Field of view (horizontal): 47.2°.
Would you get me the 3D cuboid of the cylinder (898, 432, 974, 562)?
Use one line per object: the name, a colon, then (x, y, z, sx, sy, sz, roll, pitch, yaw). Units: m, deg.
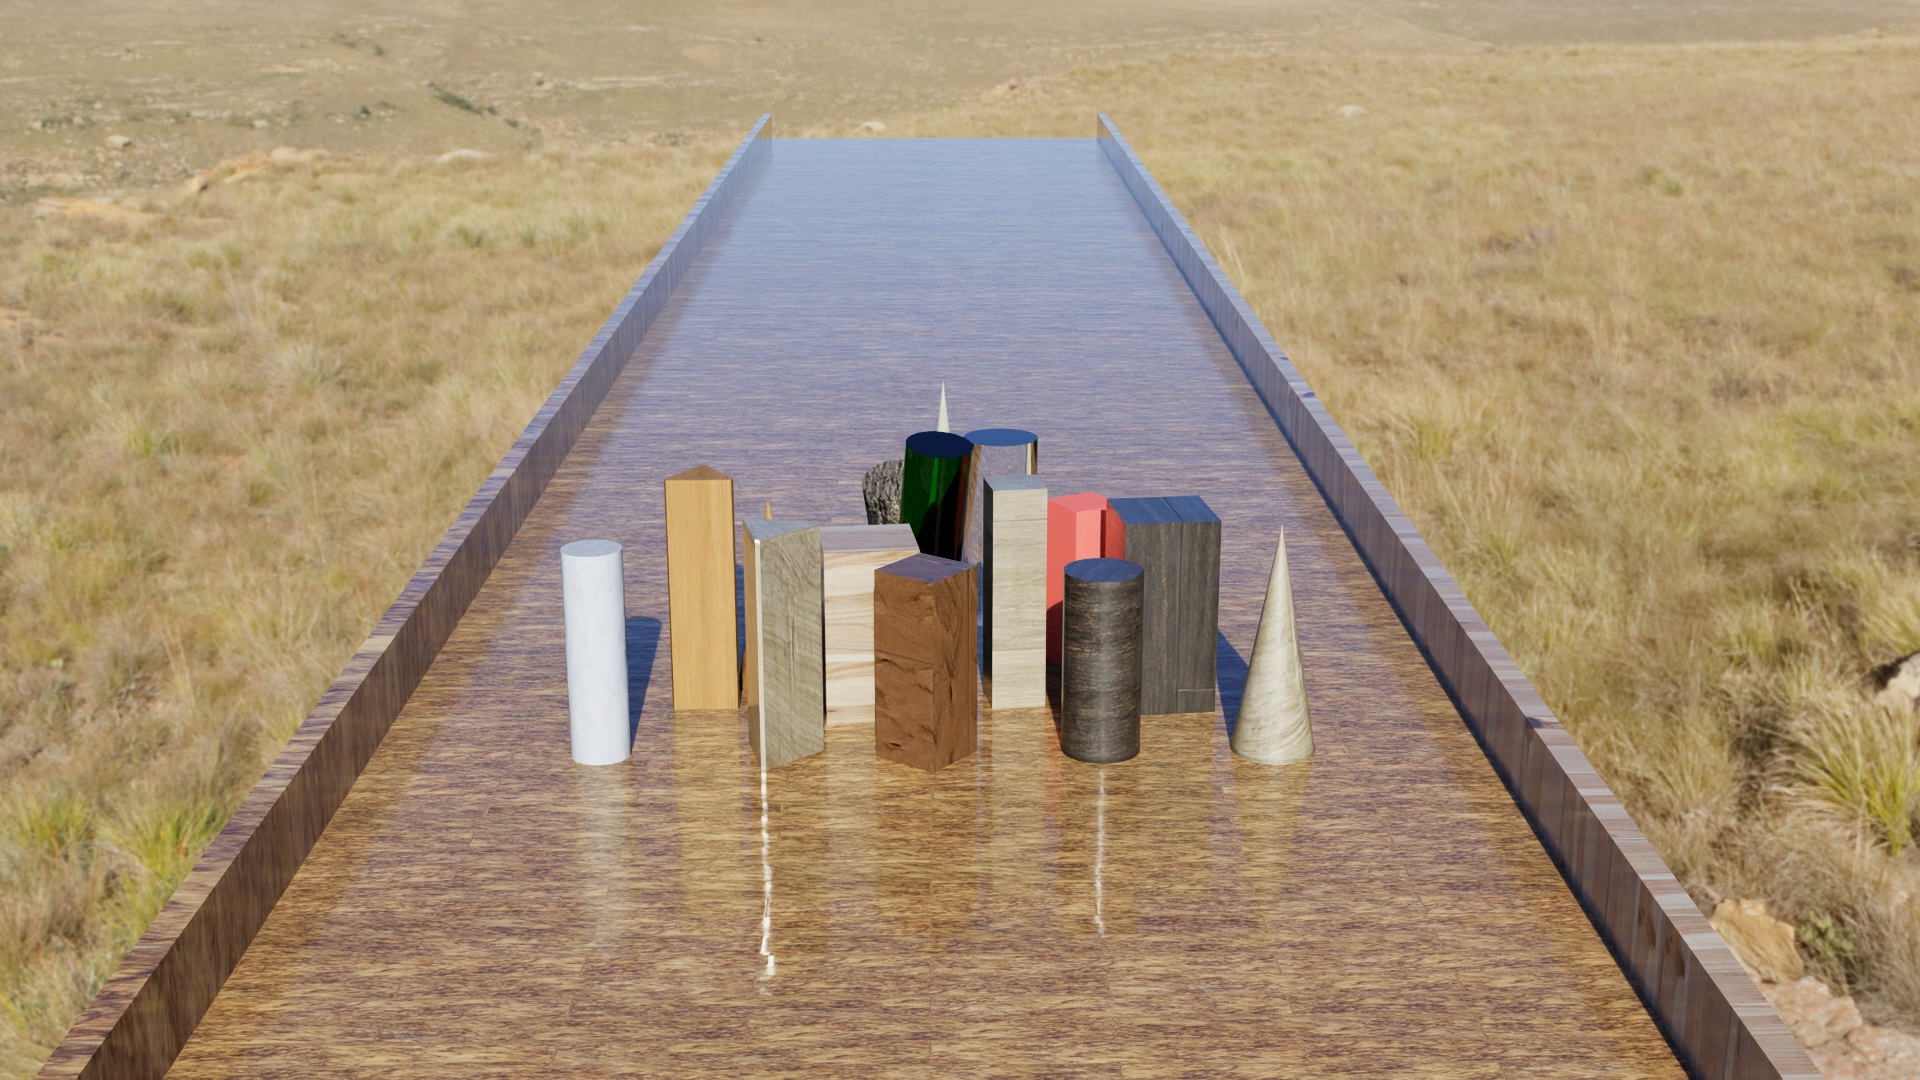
cylinder: (-0.059, 0.020, 4.338, 0.131, 0.453, 0.131, 5, 25, -2)

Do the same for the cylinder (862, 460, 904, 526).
cylinder: (-0.109, 0.018, 4.500, 0.139, 0.353, 0.139, -5, 38, 4)

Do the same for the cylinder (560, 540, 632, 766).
cylinder: (-0.642, 0.199, 3.885, 0.107, 0.384, 0.107, 0, 17, 0)

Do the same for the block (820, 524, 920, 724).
block: (-0.171, 0.156, 4.121, 0.175, 0.332, 0.175, -2, 17, -7)

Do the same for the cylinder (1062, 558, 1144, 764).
cylinder: (0.253, 0.214, 3.913, 0.142, 0.338, 0.142, 0, 17, 0)

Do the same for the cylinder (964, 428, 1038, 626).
cylinder: (0.084, -0.025, 4.623, 0.155, 0.393, 0.155, 0, 17, 0)

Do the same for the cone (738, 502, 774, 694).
cone: (-0.358, 0.098, 4.234, 0.164, 0.371, 0.164, -2, 18, 1)

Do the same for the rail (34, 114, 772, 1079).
rail: (-1.118, -0.838, 7.780, 0.050, 0.150, 12.000, 0, 17, -1)

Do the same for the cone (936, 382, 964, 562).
cone: (-0.037, -0.129, 4.855, 0.117, 0.459, 0.117, 0, 17, 0)

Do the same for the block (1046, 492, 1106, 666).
block: (0.244, 0.084, 4.365, 0.110, 0.331, 0.110, -10, 19, -29)

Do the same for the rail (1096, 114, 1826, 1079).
rail: (0.932, -0.844, 7.801, 0.050, 0.150, 12.000, 0, 17, -1)

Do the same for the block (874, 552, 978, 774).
block: (-0.059, 0.216, 3.890, 0.129, 0.349, 0.129, 12, 21, 36)

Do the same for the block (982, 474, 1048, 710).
block: (0.103, 0.098, 4.148, 0.102, 0.427, 0.102, -3, 17, -9)

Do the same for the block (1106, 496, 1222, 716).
block: (0.379, 0.123, 4.160, 0.179, 0.373, 0.179, -2, 17, -7)

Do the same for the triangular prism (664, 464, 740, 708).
triangular prism: (-0.481, 0.088, 4.145, 0.125, 0.447, 0.108, -1, 17, -2)

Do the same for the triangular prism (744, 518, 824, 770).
triangular prism: (-0.338, 0.176, 3.894, 0.141, 0.423, 0.122, -16, 23, -42)

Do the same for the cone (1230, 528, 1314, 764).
cone: (0.563, 0.173, 3.903, 0.152, 0.423, 0.152, 0, 17, 0)
